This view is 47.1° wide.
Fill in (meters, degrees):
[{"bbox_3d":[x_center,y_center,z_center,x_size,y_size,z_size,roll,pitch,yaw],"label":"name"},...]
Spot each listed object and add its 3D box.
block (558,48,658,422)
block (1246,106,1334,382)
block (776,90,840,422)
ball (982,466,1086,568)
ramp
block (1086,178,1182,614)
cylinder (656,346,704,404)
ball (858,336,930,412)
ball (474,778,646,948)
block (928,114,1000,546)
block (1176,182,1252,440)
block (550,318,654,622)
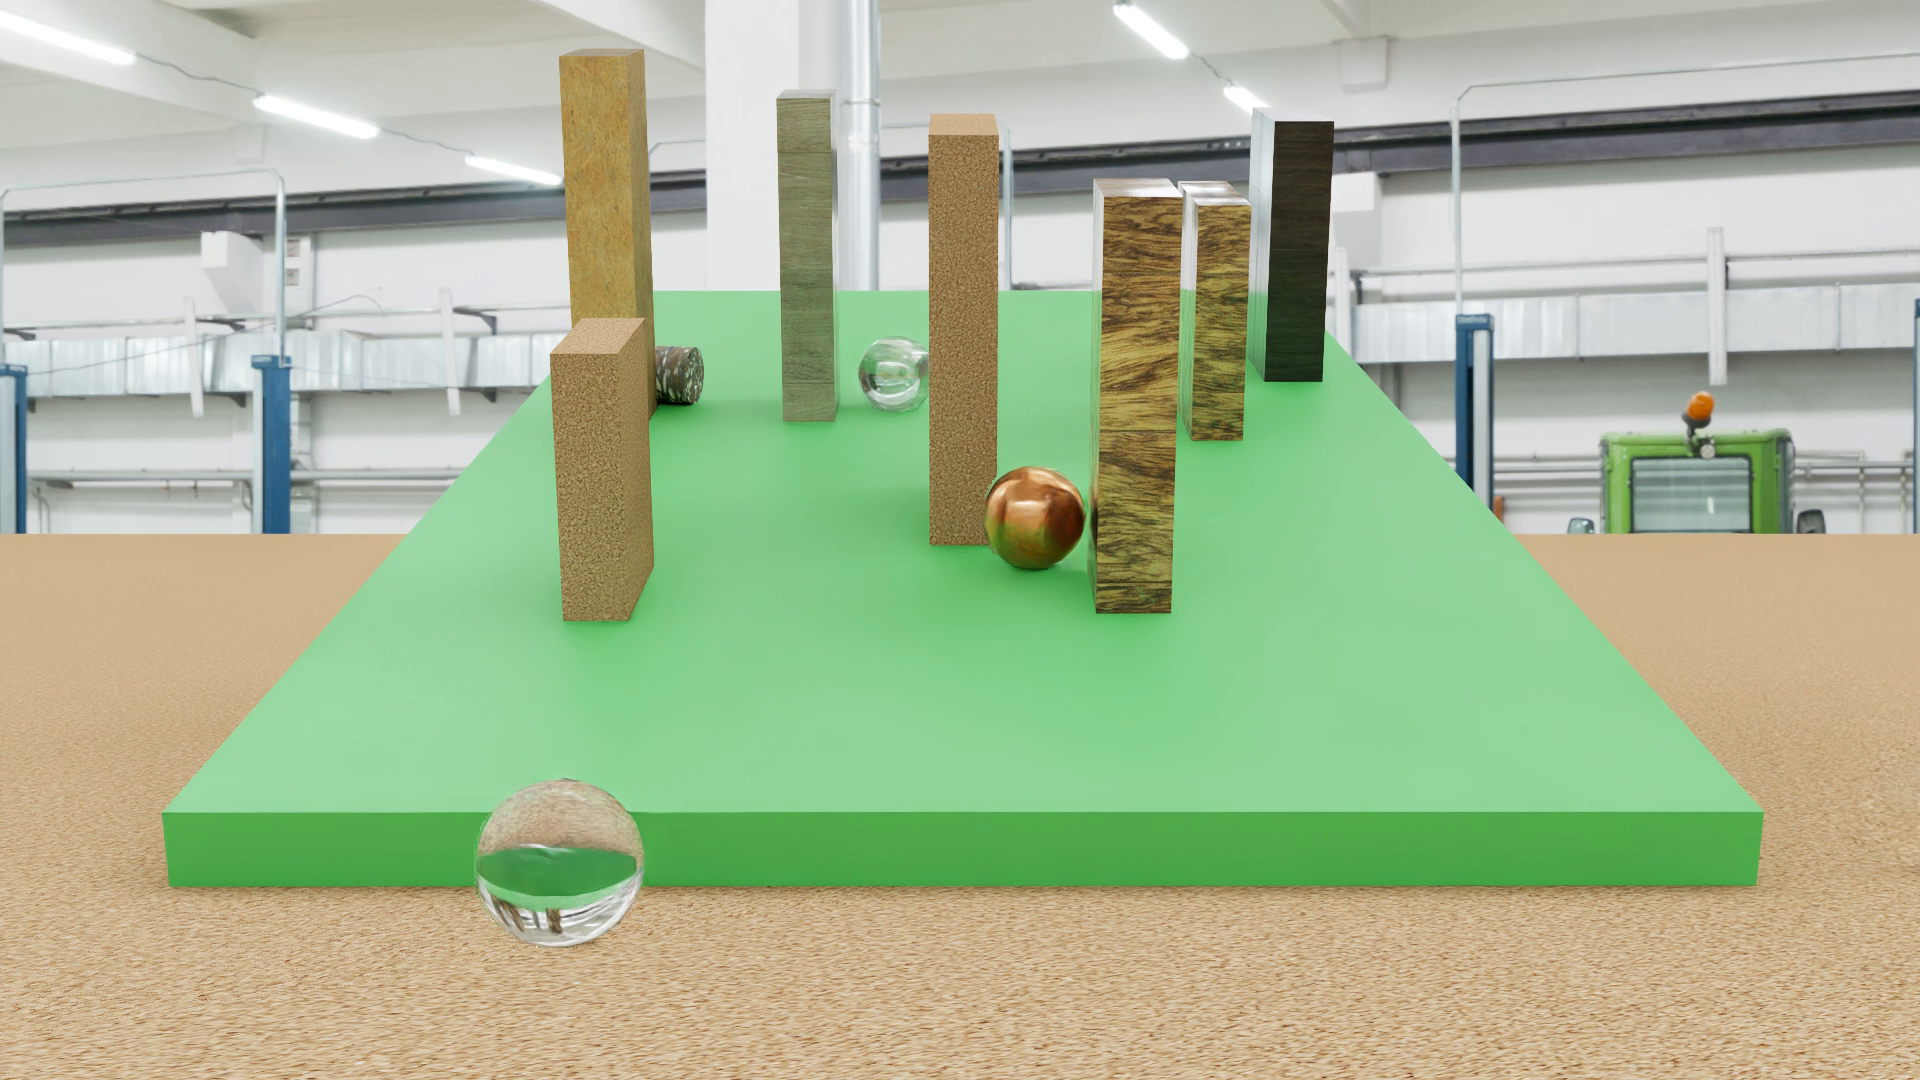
[{"bbox_3d":[-0.758,-0.649,4.779,0.139,0.799,0.273,0,16,0],"label":"block"},{"bbox_3d":[0.803,-0.734,5.415,0.140,0.619,0.399,0,16,0],"label":"block"},{"bbox_3d":[-0.334,-0.635,4.905,0.115,0.705,0.251,0,16,0],"label":"block"},{"bbox_3d":[0.127,-0.040,3.769,0.177,0.177,0.177,0,0,0],"label":"ball"},{"bbox_3d":[-0.002,-0.155,4.688,2.000,0.100,4.000,0,16,0],"label":"ramp"},{"bbox_3d":[0.279,-0.236,3.566,0.120,0.666,0.248,0,16,0],"label":"block"},{"bbox_3d":[-0.671,-0.381,5.062,0.130,0.130,0.130,4,1,13],"label":"cylinder"},{"bbox_3d":[-0.142,-0.374,4.961,0.172,0.172,0.172,0,0,0],"label":"ball"},{"bbox_3d":[-0.431,0.348,2.379,0.181,0.181,0.181,0,0,0],"label":"ball"},{"bbox_3d":[0.005,-0.395,4.027,0.119,0.721,0.427,0,16,0],"label":"block"},{"bbox_3d":[0.548,-0.511,4.844,0.110,0.502,0.430,0,16,0],"label":"block"},{"bbox_3d":[-0.578,-0.121,3.587,0.104,0.431,0.312,0,16,0],"label":"block"}]
